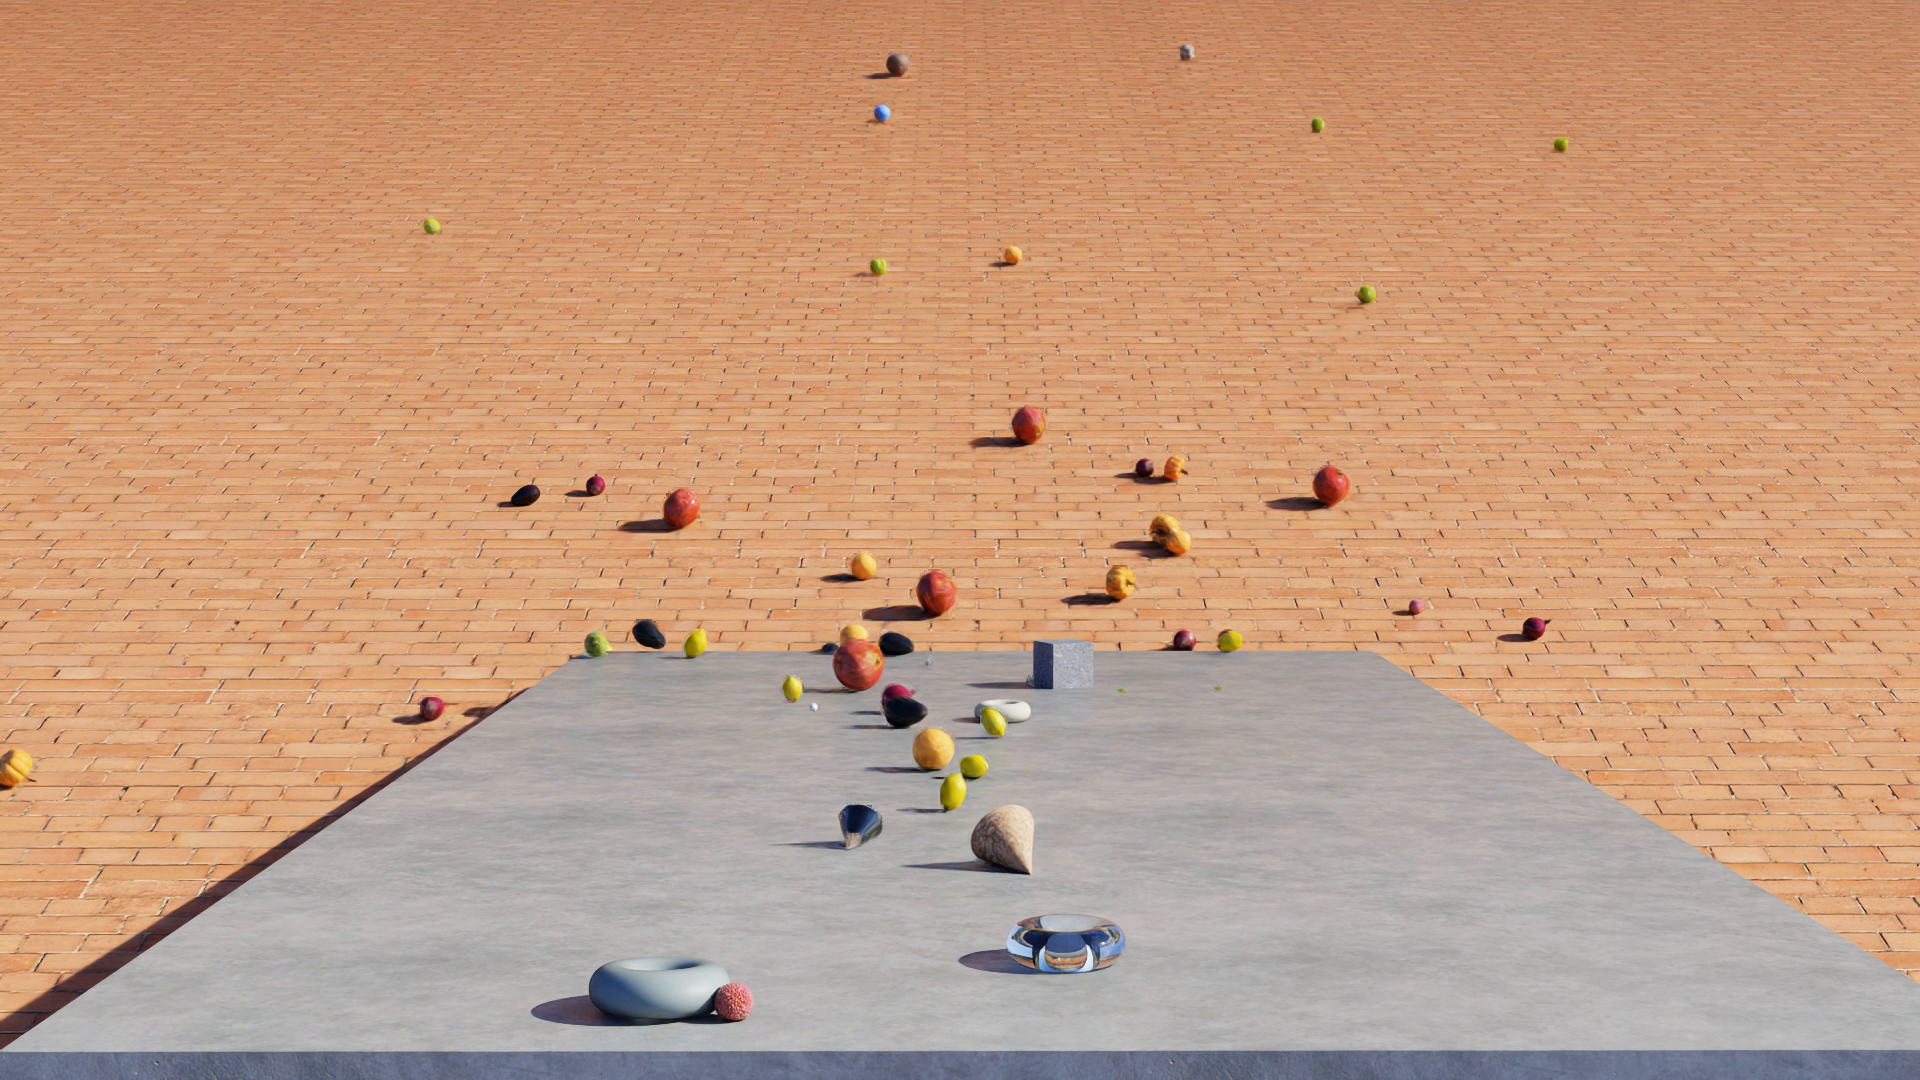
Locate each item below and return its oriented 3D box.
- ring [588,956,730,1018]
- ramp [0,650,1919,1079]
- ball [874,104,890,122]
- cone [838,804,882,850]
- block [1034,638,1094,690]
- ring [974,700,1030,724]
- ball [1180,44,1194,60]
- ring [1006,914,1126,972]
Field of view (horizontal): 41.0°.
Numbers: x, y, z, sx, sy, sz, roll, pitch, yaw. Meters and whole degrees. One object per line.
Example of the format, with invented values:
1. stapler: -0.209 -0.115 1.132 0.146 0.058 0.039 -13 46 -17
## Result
1. ring: -0.315 0.469 2.699 0.149 0.050 0.149 0 -1 0
2. ramp: 0.049 0.442 4.532 2.000 0.100 4.000 0 3 0
3. ball: -0.396 -2.167 13.047 0.085 0.085 0.085 0 21 0
4. cone: -0.152 0.425 3.679 0.067 0.067 0.067 5 31 13
5. block: 0.230 0.276 5.728 0.100 0.100 0.100 -1 3 -25
6. ring: 0.085 0.341 5.119 0.113 0.038 0.113 -1 4 0
7. ball: 1.295 -2.777 14.633 0.086 0.086 0.086 0 21 0
8. ring: 0.121 0.459 2.929 0.137 0.046 0.137 -1 4 0
